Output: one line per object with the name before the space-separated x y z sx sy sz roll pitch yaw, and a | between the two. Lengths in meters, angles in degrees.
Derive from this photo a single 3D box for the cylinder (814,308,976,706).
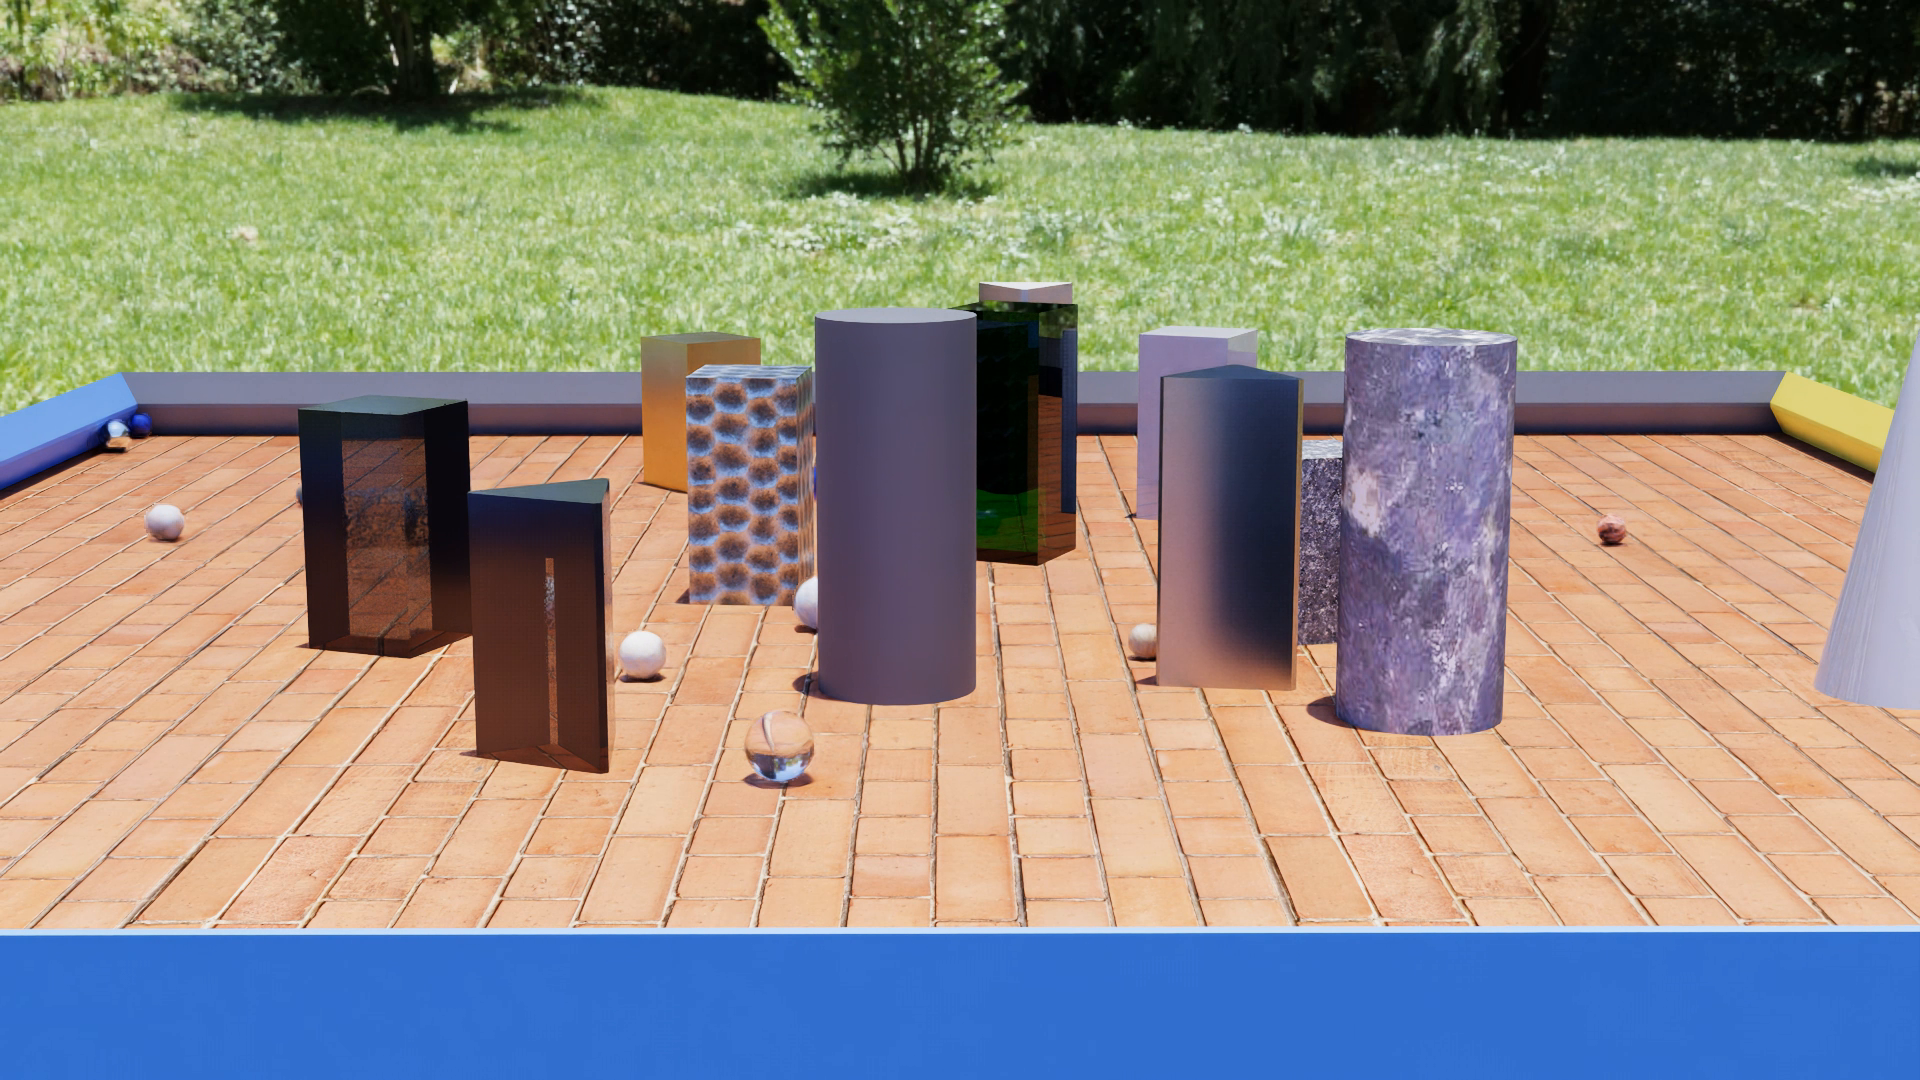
cylinder | -0.074 -0.043 2.986 0.186 0.439 0.186 0 11 0

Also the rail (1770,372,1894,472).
rail | 1.623 0.029 3.459 0.045 0.121 3.309 0 11 0

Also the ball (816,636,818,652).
ball | -0.150 0.127 3.125 0.053 0.053 0.053 0 11 0

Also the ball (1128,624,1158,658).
ball | 0.228 0.125 3.165 0.044 0.044 0.044 0 11 0

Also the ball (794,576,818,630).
ball | -0.180 0.081 3.326 0.069 0.069 0.069 0 11 0

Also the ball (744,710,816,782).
ball | -0.185 0.211 2.626 0.072 0.072 0.072 0 11 0

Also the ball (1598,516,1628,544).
ball | 0.995 -0.016 3.915 0.044 0.044 0.044 0 11 0

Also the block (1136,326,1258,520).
block | 0.383 -0.188 4.144 0.149 0.298 0.149 5 12 24

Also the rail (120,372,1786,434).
rail | -0.009 -0.268 5.052 3.293 0.121 0.045 0 11 0

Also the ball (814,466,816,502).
ball | -0.203 -0.092 4.192 0.092 0.092 0.092 0 11 0

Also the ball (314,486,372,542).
ball | -0.945 -0.039 3.926 0.086 0.086 0.086 0 11 0

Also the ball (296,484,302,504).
ball | -1.077 -0.075 4.242 0.041 0.041 0.041 0 11 0

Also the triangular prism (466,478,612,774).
triangular prism | -0.411 0.084 2.726 0.161 0.284 0.140 5 12 25

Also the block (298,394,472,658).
block | -0.720 -0.020 3.233 0.149 0.303 0.149 4 11 22

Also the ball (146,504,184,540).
ball | -1.221 -0.027 3.943 0.056 0.056 0.056 0 11 0

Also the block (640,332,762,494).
block | -0.448 -0.223 4.447 0.149 0.257 0.149 -8 13 -38

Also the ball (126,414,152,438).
ball | -1.607 -0.223 5.021 0.046 0.046 0.046 0 11 0

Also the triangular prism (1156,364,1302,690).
triangular prism | 0.322 -0.019 3.054 0.161 0.366 0.140 2 11 8

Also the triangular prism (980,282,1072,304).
triangular prism | 0.093 -0.275 4.482 0.140 0.345 0.161 7 12 32

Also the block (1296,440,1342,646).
block | 0.436 0.002 3.295 0.149 0.238 0.149 -3 11 -13

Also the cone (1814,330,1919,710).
cone | 1.098 -0.037 2.969 0.186 0.435 0.186 0 11 0

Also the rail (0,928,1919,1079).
rail | 0.009 0.331 1.847 3.293 0.121 0.045 0 11 0

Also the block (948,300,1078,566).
block | 0.077 -0.162 3.809 0.149 0.370 0.149 5 12 24

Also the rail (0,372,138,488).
rail | -1.623 0.033 3.440 0.045 0.121 3.309 0 11 0

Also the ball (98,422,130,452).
ball | -1.594 -0.195 4.837 0.058 0.058 0.058 0 11 0

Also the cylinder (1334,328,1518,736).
cylinder | 0.517 -0.013 2.857 0.186 0.428 0.186 0 11 0

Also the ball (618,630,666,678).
ball | -0.379 0.137 3.062 0.057 0.057 0.057 0 11 0

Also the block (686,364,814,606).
block | -0.286 -0.077 3.520 0.149 0.310 0.149 1 11 5
